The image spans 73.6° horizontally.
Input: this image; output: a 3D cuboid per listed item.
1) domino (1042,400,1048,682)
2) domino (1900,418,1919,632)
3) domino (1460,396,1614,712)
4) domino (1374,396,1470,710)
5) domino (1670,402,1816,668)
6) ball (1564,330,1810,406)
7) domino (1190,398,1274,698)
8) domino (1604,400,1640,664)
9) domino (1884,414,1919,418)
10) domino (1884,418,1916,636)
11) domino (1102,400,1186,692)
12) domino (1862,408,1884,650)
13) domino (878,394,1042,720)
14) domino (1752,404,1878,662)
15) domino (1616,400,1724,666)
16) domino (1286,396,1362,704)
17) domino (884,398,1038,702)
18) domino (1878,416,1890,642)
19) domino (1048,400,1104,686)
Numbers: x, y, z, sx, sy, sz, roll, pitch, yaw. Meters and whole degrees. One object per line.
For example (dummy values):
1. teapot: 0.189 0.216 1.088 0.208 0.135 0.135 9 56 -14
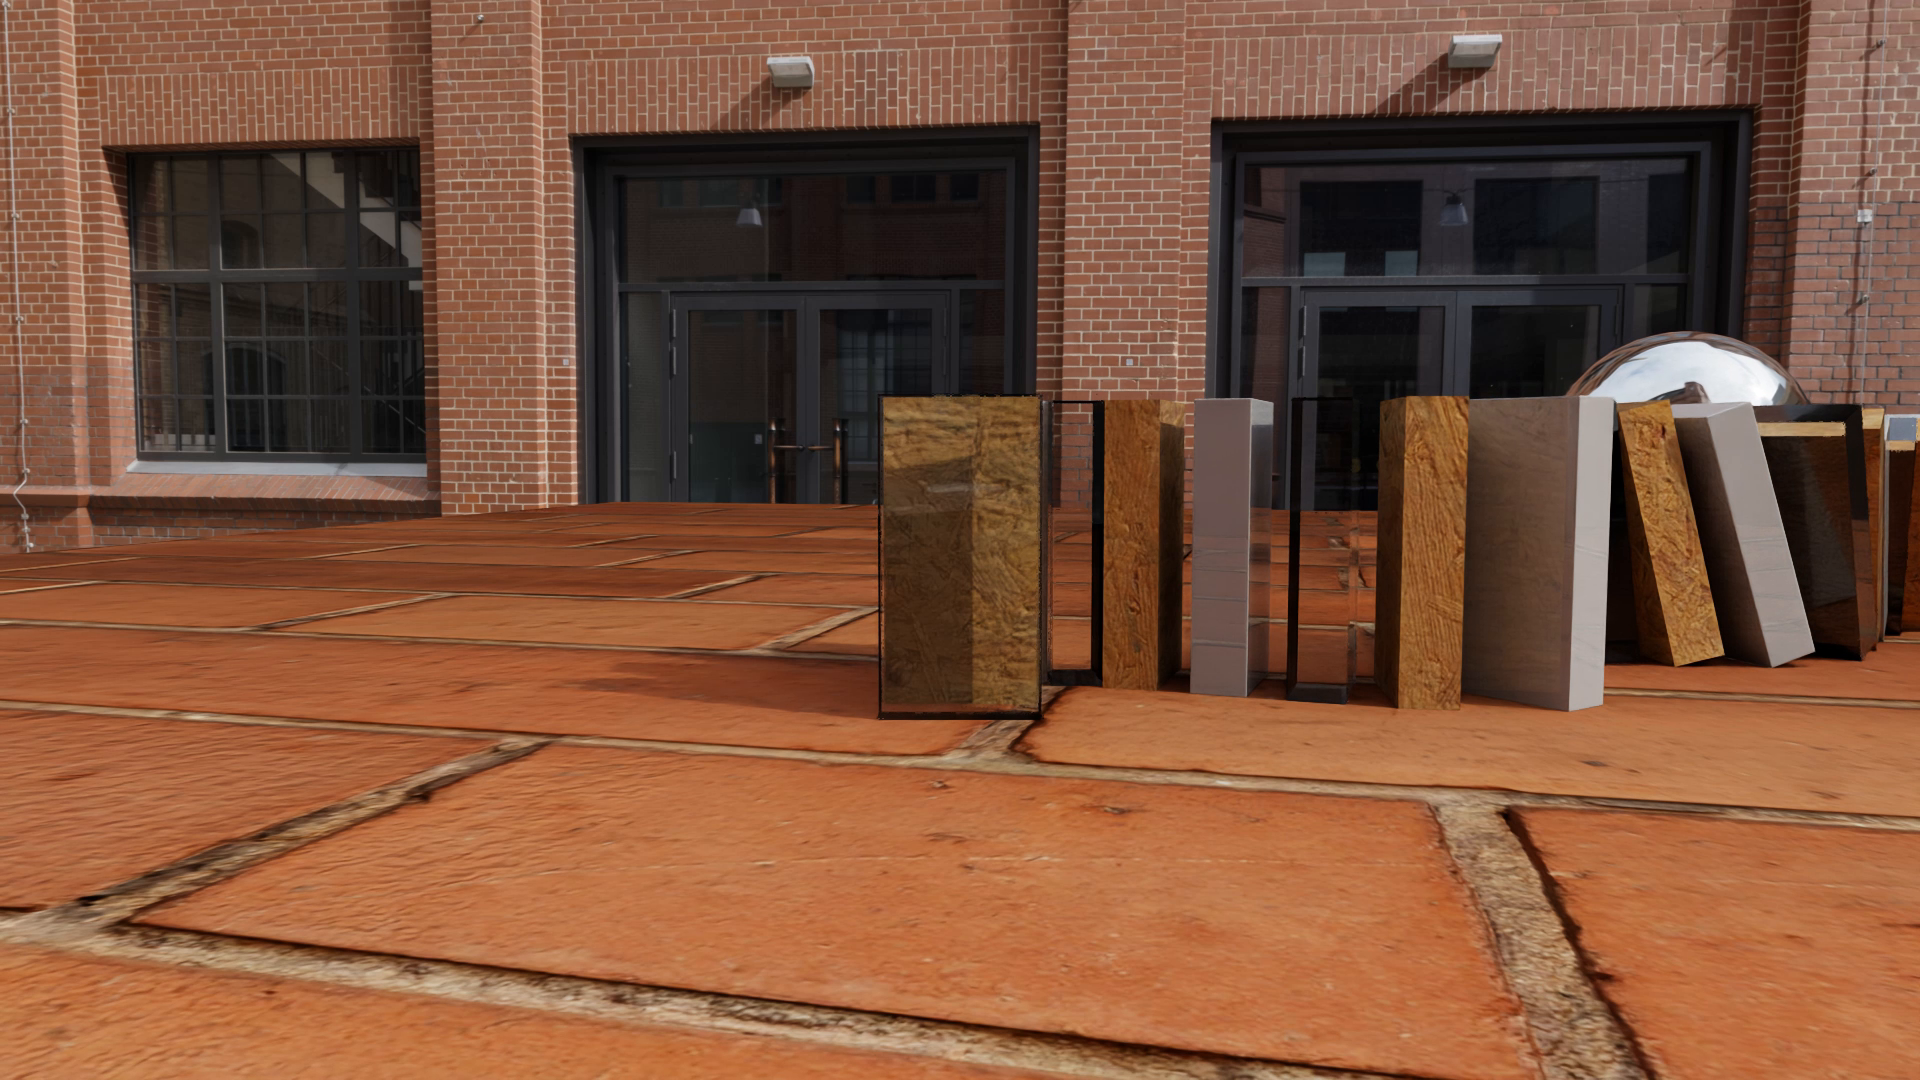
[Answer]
1. domino: 0.003 0.000 0.231 0.025 0.050 0.010 3 5 36
2. domino: 0.205 -0.003 0.289 0.025 0.050 0.009 3 36 34
3. domino: 0.094 0.001 0.215 0.009 0.050 0.025 -3 5 -33
4. domino: 0.077 0.001 0.216 0.009 0.050 0.025 1 4 9
5. domino: 0.149 -0.002 0.254 0.009 0.050 0.025 -19 6 -6
6. ball: 0.241 -0.030 0.432 0.080 0.080 0.080 0 4 0
7. domino: 0.048 0.001 0.227 0.009 0.050 0.025 2 5 22
8. domino: 0.123 -0.002 0.257 0.010 0.050 0.025 -7 4 3
9. domino: 0.215 -0.004 0.298 0.025 0.050 0.010 3 31 32
10. domino: 0.194 -0.003 0.283 0.025 0.050 0.010 3 36 34
11. domino: 0.034 0.000 0.232 0.009 0.050 0.025 2 5 20
12. domino: 0.175 -0.002 0.265 0.025 0.050 0.010 3 30 39
13. domino: 0.000 0.002 0.201 0.025 0.050 0.010 0 4 0
14. domino: 0.165 -0.002 0.256 0.009 0.050 0.025 -30 22 -34
15. domino: 0.136 -0.002 0.256 0.009 0.050 0.025 -14 4 3
16. domino: 0.063 0.001 0.221 0.009 0.050 0.025 2 5 21
17. domino: 0.000 0.001 0.216 0.025 0.050 0.009 0 4 5
18. domino: 0.184 -0.002 0.276 0.025 0.050 0.009 3 36 39
19. domino: 0.020 0.000 0.237 0.009 0.050 0.025 0 4 -3
